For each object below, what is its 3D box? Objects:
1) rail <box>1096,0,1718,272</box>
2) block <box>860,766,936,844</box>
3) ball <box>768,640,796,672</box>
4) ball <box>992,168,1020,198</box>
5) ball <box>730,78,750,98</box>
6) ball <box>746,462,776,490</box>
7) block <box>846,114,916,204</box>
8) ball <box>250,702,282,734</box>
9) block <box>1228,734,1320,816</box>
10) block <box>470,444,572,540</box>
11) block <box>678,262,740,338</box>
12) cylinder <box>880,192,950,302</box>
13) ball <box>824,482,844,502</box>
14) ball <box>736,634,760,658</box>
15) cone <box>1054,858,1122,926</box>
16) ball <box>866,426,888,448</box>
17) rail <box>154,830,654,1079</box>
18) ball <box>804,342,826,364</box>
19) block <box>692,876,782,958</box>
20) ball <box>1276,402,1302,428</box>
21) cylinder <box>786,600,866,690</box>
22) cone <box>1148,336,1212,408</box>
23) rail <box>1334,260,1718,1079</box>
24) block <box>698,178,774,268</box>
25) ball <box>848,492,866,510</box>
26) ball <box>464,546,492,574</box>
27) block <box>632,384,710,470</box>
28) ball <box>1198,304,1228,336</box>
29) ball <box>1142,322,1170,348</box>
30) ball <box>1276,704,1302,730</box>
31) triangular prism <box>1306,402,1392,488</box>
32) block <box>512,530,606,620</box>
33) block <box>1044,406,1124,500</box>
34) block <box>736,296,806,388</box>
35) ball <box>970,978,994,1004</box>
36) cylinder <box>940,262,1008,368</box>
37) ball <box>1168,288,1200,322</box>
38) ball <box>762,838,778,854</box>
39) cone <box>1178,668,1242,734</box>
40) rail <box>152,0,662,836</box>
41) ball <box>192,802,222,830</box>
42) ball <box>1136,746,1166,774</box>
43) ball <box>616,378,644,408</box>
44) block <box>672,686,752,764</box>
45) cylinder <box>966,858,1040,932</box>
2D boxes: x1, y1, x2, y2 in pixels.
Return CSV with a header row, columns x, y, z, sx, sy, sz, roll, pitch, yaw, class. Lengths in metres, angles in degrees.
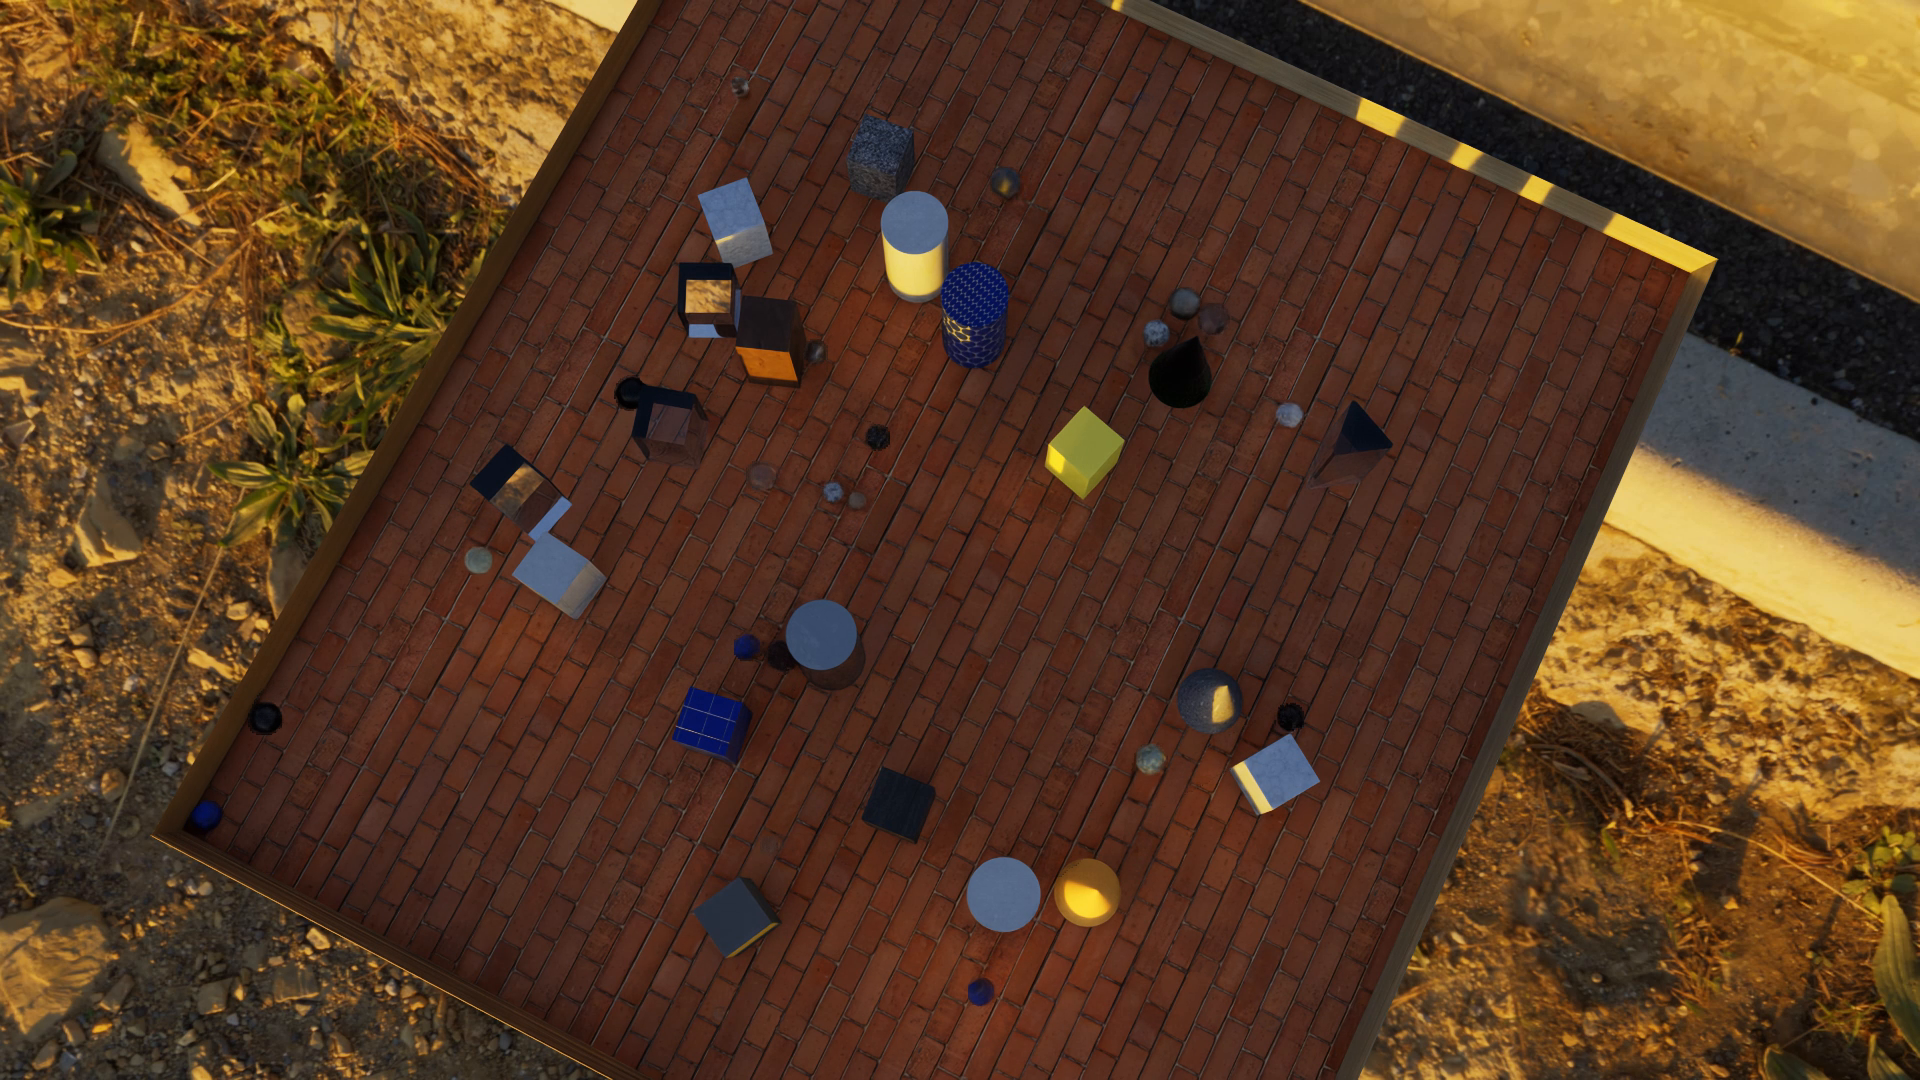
x,y,z,sx,sy,sz,roll,pitch,yaw,class
0.811,-1.581,5.877,3.406,0.129,0.045,26,80,5,rail
-0.174,0.770,5.295,0.159,0.318,0.159,21,79,4,block
-0.532,0.349,5.497,0.092,0.092,0.092,0,78,0,ball
0.146,-1.130,5.803,0.093,0.093,0.093,0,78,0,ball
-0.706,-1.452,5.887,0.058,0.058,0.058,0,78,0,ball
-0.609,-0.195,5.612,0.088,0.088,0.088,0,78,0,ball
-0.245,-1.186,5.735,0.159,0.249,0.159,20,79,4,block
-2.067,0.530,5.459,0.093,0.093,0.093,0,78,0,ball
0.911,0.684,5.330,0.159,0.283,0.159,-30,80,-6,block
-1.304,-0.136,5.463,0.159,0.357,0.159,39,81,7,block
-0.771,-0.737,5.646,0.159,0.240,0.159,0,78,0,block
-0.133,-0.887,5.583,0.199,0.426,0.199,0,78,0,cylinder
-0.386,-0.147,5.616,0.061,0.061,0.061,0,78,0,ball
-0.639,0.320,5.512,0.075,0.075,0.075,0,78,0,ball
0.376,0.998,5.205,0.199,0.402,0.199,0,78,0,cone
-0.256,-0.317,5.647,0.070,0.070,0.070,0,78,0,ball
-0.811,1.595,5.220,3.406,0.129,0.045,26,80,5,rail
-0.450,-0.582,5.700,0.073,0.073,0.073,0,78,0,ball
-0.633,1.079,5.241,0.159,0.298,0.159,-36,81,-7,block
1.015,-0.386,5.657,0.077,0.077,0.077,0,78,0,ball
-0.385,0.310,5.313,0.199,0.468,0.199,0,78,0,cylinder
0.688,-0.549,5.515,0.199,0.421,0.199,0,78,0,cone
1.502,0.742,5.396,0.045,0.129,3.673,26,80,5,rail
-0.694,-0.977,5.684,0.159,0.263,0.159,-21,79,-4,block
-0.314,-0.120,5.612,0.057,0.057,0.057,0,78,0,ball
-1.462,0.060,5.562,0.082,0.082,0.082,0,78,0,ball
-0.871,-0.337,5.531,0.159,0.305,0.159,10,78,2,block
0.788,-0.686,5.709,0.096,0.096,0.096,0,78,0,ball
0.611,-0.640,5.707,0.083,0.083,0.083,0,78,0,ball
0.984,0.530,5.468,0.076,0.076,0.076,0,78,0,ball
1.141,-0.285,5.457,0.172,0.428,0.149,-8,78,-2,triangular prism
-1.186,0.109,5.445,0.159,0.291,0.159,33,80,6,block
0.373,-0.260,5.532,0.159,0.271,0.159,41,81,8,block
-0.569,-0.596,5.550,0.159,0.372,0.159,6,78,1,block
0.064,1.307,5.308,0.075,0.075,0.075,0,78,0,ball
0.044,-0.674,5.547,0.199,0.411,0.199,0,78,0,cylinder
0.699,-0.733,5.718,0.099,0.099,0.099,0,78,0,ball
-0.561,0.902,5.406,0.047,0.047,0.047,0,78,0,ball
0.752,0.447,5.337,0.199,0.366,0.199,0,78,0,cone
-1.502,-0.729,5.701,0.045,0.129,3.673,26,80,5,rail
-2.222,0.816,5.405,0.083,0.083,0.083,0,78,0,ball
0.565,0.653,5.437,0.088,0.088,0.088,0,78,0,ball
-1.013,-0.454,5.661,0.097,0.097,0.097,0,78,0,ball
-0.721,0.545,5.362,0.159,0.278,0.159,17,79,3,block
0.118,1.002,5.165,0.199,0.478,0.199,0,78,0,cylinder
